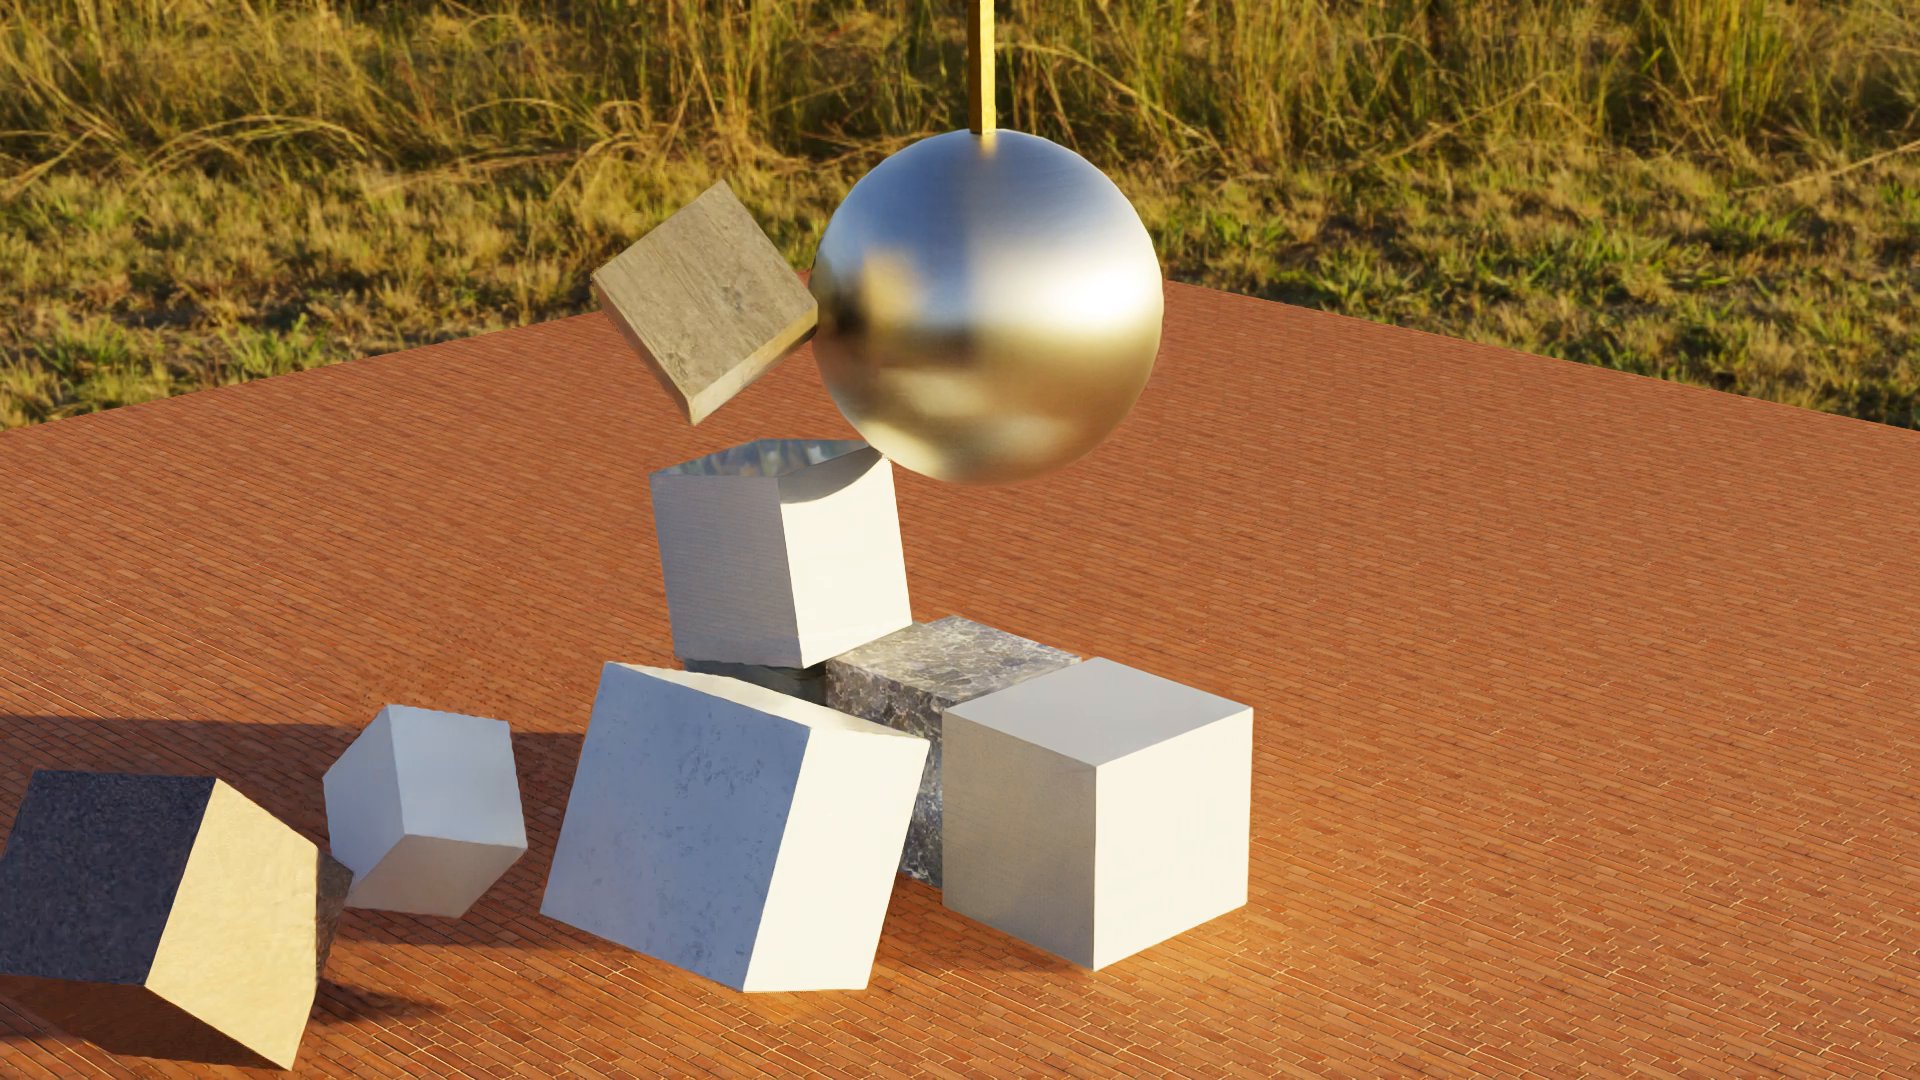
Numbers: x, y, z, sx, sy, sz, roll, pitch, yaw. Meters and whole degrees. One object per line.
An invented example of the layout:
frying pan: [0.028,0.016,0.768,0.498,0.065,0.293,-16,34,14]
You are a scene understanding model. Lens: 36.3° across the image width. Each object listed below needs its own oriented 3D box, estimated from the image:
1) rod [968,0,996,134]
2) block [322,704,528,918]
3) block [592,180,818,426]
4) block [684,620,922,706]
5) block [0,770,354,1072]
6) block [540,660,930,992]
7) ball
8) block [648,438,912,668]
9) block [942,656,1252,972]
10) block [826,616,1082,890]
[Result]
rod: [0.049,-4.261,12.054,0.080,5.200,0.080,17,25,42]
block: [-2.222,1.129,12.149,0.556,0.609,0.610,12,49,-36]
block: [-1.060,-0.985,12.316,0.664,0.650,0.765,-37,-2,-6]
block: [-0.683,0.847,14.298,0.967,0.811,0.884,-16,23,-41]
block: [-3.058,1.457,11.240,0.898,0.821,0.913,0,-28,27]
block: [-0.896,1.149,11.777,1.022,1.040,0.893,15,1,31]
ball: [0.113,-1.038,13.134,1.600,1.600,1.600,0,17,0]
block: [-0.842,0.046,13.808,0.816,0.893,0.782,2,15,39]
block: [0.604,1.188,13.000,0.998,0.938,0.929,-16,24,-42]
block: [-0.031,0.981,13.669,0.830,0.932,0.838,-16,24,-42]
